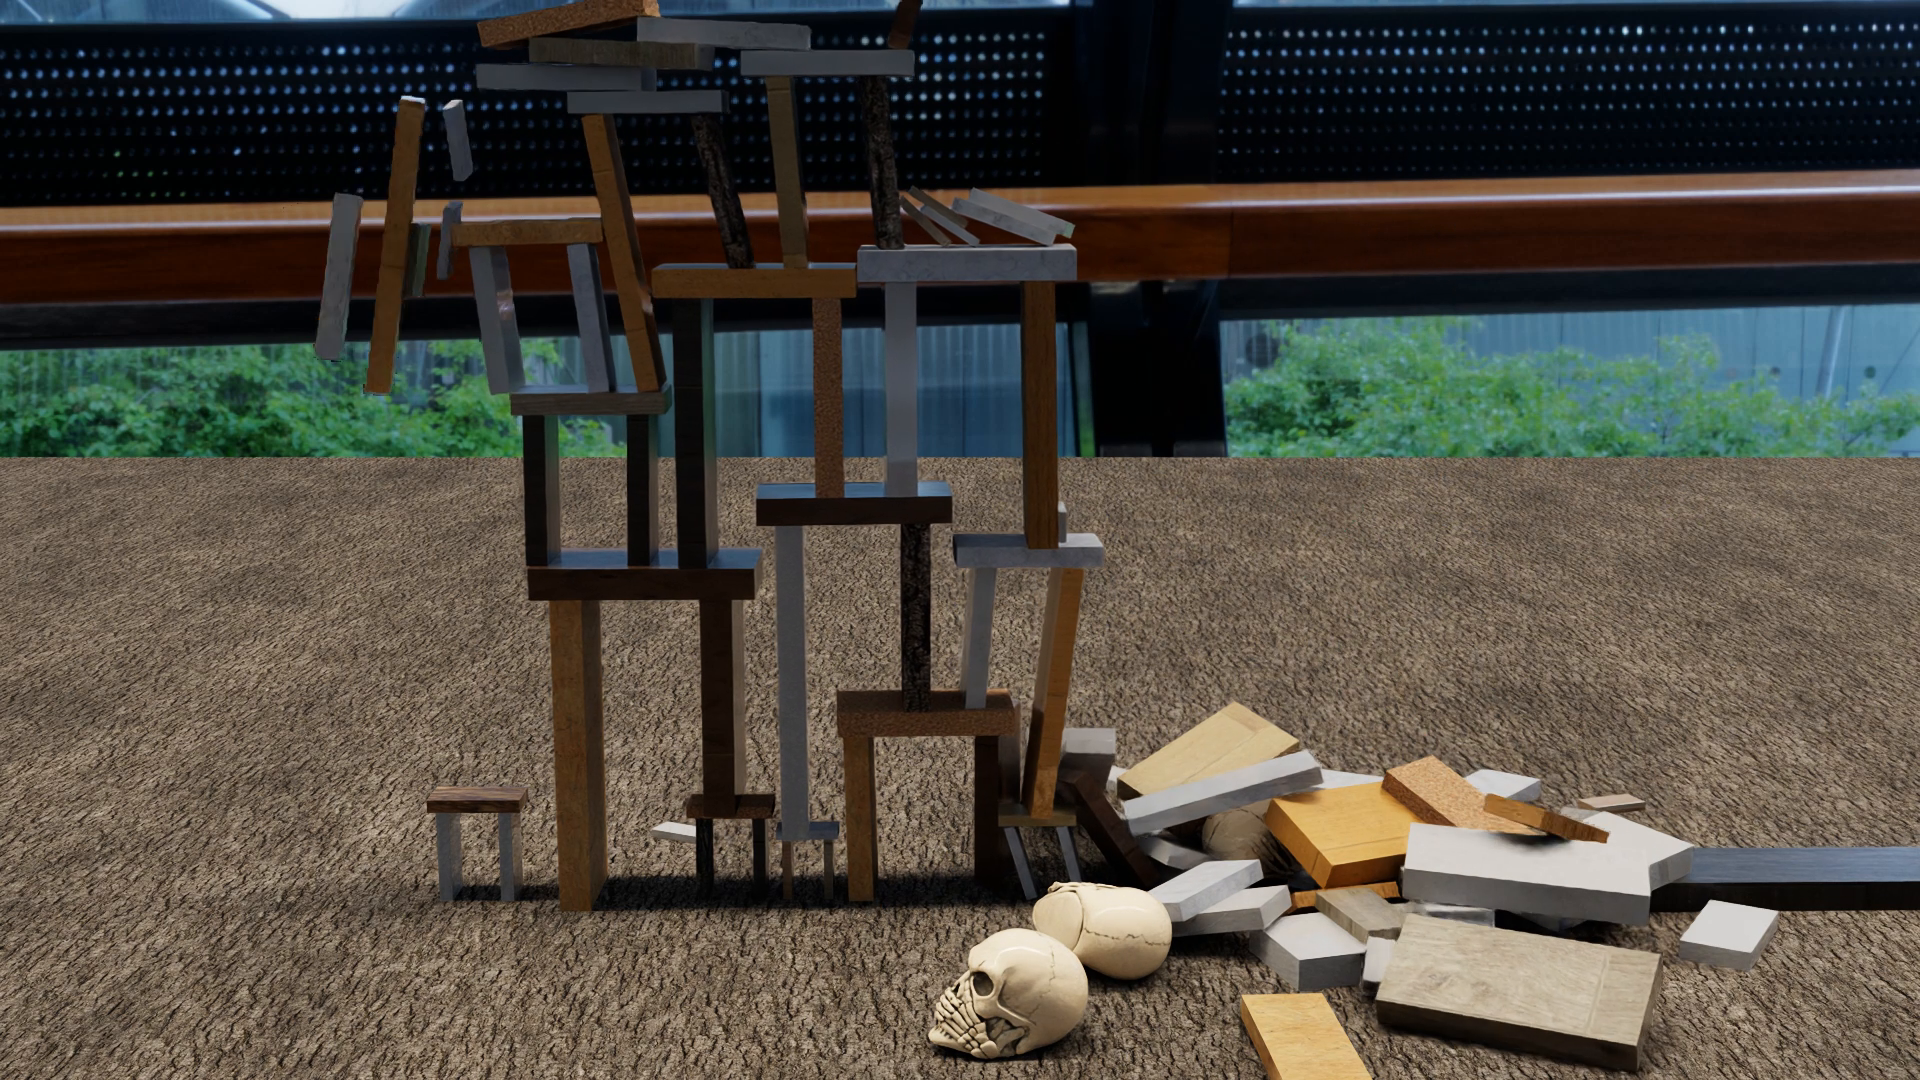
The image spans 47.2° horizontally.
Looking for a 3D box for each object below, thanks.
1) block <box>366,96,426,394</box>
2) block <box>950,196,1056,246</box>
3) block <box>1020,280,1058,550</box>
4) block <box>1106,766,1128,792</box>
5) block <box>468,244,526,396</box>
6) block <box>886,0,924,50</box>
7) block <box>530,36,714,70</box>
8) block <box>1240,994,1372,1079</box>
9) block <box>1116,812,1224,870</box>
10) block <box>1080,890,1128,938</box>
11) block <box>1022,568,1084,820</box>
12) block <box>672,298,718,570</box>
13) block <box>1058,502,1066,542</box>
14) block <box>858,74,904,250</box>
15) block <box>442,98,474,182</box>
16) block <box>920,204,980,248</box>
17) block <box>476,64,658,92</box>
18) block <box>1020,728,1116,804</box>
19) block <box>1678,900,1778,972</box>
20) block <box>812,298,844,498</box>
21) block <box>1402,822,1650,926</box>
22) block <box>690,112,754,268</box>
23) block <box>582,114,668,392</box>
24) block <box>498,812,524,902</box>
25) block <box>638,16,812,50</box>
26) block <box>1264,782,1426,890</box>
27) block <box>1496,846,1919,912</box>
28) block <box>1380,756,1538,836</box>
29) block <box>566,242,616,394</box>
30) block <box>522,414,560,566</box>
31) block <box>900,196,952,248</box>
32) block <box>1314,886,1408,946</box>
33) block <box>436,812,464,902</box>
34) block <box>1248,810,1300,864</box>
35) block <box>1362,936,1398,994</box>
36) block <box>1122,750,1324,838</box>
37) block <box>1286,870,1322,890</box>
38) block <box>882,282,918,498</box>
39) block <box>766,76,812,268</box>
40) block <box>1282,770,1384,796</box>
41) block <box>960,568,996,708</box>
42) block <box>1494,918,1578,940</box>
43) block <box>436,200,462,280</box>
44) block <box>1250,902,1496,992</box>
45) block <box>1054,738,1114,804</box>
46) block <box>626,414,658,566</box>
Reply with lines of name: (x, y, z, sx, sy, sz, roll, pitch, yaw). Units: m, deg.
block: (-0.893, -0.468, 3.484, 0.036, 0.458, 0.128, 7, 12, -13)
block: (0.068, -0.506, 3.492, 0.163, 0.023, 0.081, 19, 8, -9)
block: (0.127, -0.209, 3.532, 0.048, 0.424, 0.170, -1, 11, -1)
block: (0.342, 0.474, 4.241, 0.071, 0.020, 0.374, -9, 14, -40)
block: (-0.734, -0.353, 3.491, 0.033, 0.231, 0.116, -6, 11, 2)
block: (-0.066, -0.864, 3.398, 0.030, 0.212, 0.106, 17, 10, -3)
block: (-0.521, -0.751, 3.400, 0.257, 0.036, 0.129, 4, 11, 6)
block: (0.477, 0.712, 2.921, 0.117, 0.033, 0.484, -1, 11, -4)
block: (0.336, 0.512, 3.716, 0.117, 0.033, 0.234, 19, 0, -29)
block: (0.232, 0.596, 3.514, 0.050, 0.014, 0.101, -45, 22, -8)
block: (0.151, 0.240, 3.610, 0.033, 0.418, 0.118, 6, 10, -8)
block: (-0.423, -0.178, 3.518, 0.045, 0.427, 0.158, 0, 11, 1)
block: (0.164, -0.029, 3.590, 0.014, 0.050, 0.101, 1, 11, -1)
block: (-0.124, -0.592, 3.450, 0.037, 0.264, 0.132, -7, 11, -4)
block: (-0.783, -0.624, 3.432, 0.016, 0.116, 0.058, -2, 25, 3)
block: (-0.016, -0.497, 3.478, 0.102, 0.014, 0.051, 32, 6, -10)
block: (-0.612, -0.721, 3.433, 0.257, 0.036, 0.128, 1, 11, 3)
block: (0.189, 0.409, 3.941, 0.151, 0.043, 0.460, 0, -18, 0)
block: (1.204, 0.617, 3.441, 0.106, 0.030, 0.212, 6, 12, 30)
block: (-0.211, -0.235, 3.518, 0.045, 0.315, 0.158, -1, 11, -4)
block: (0.883, 0.519, 3.434, 0.364, 0.051, 0.179, 5, 17, 14)
block: (-0.372, -0.551, 3.457, 0.034, 0.237, 0.118, -14, 11, 1)
block: (-0.529, -0.455, 3.480, 0.034, 0.432, 0.118, -10, 11, 1)
block: (-0.747, 0.515, 3.655, 0.022, 0.152, 0.076, 0, 11, 0)
block: (-0.362, -0.783, 3.407, 0.257, 0.036, 0.129, 3, 11, -1)
block: (0.705, 0.480, 3.653, 0.358, 0.051, 0.179, -4, 33, -28)
block: (1.307, 0.565, 3.668, 0.866, 0.049, 0.175, 0, 11, -1)
block: (0.832, 0.452, 3.667, 0.120, 0.034, 0.239, -12, 37, -37)
block: (-0.583, -0.356, 3.487, 0.033, 0.231, 0.116, -7, 12, -2)
block: (-0.673, -0.089, 3.543, 0.034, 0.242, 0.121, 1, 11, 0)
block: (-0.057, -0.502, 3.469, 0.102, 0.014, 0.051, 42, 4, -11)
block: (0.627, 0.579, 3.387, 0.089, 0.025, 0.178, -3, 11, -17)
block: (-0.848, 0.515, 3.655, 0.022, 0.152, 0.076, 0, 11, 0)
block: (0.667, 0.530, 3.874, 0.302, 0.043, 0.151, 2, 11, 13)
block: (0.682, 0.635, 3.219, 0.178, 0.025, 0.089, 8, 36, 11)
block: (0.436, 0.422, 3.670, 0.327, 0.030, 0.106, -16, 9, 0)
block: (0.608, 0.571, 3.729, 0.055, 0.016, 0.110, 9, 14, 41)
block: (-0.098, -0.250, 3.527, 0.048, 0.339, 0.170, -1, 11, -4)
block: (-0.268, -0.578, 3.451, 0.037, 0.291, 0.132, -5, 11, 0)
block: (0.684, 0.472, 4.212, 0.343, 0.034, 0.120, 5, 12, 26)
block: (0.030, 0.147, 3.607, 0.033, 0.236, 0.118, 4, 10, -5)
block: (0.899, 0.631, 3.364, 0.106, 0.030, 0.211, -3, 11, -15)
block: (-0.806, -0.473, 3.471, 0.016, 0.116, 0.058, 11, 19, -3)
block: (0.641, 0.619, 3.378, 0.349, 0.049, 0.175, -3, 11, -17)
block: (0.192, 0.422, 3.851, 0.081, 0.023, 0.473, 2, -20, -5)
block: (-0.511, -0.089, 3.544, 0.034, 0.242, 0.121, 1, 11, -1)
